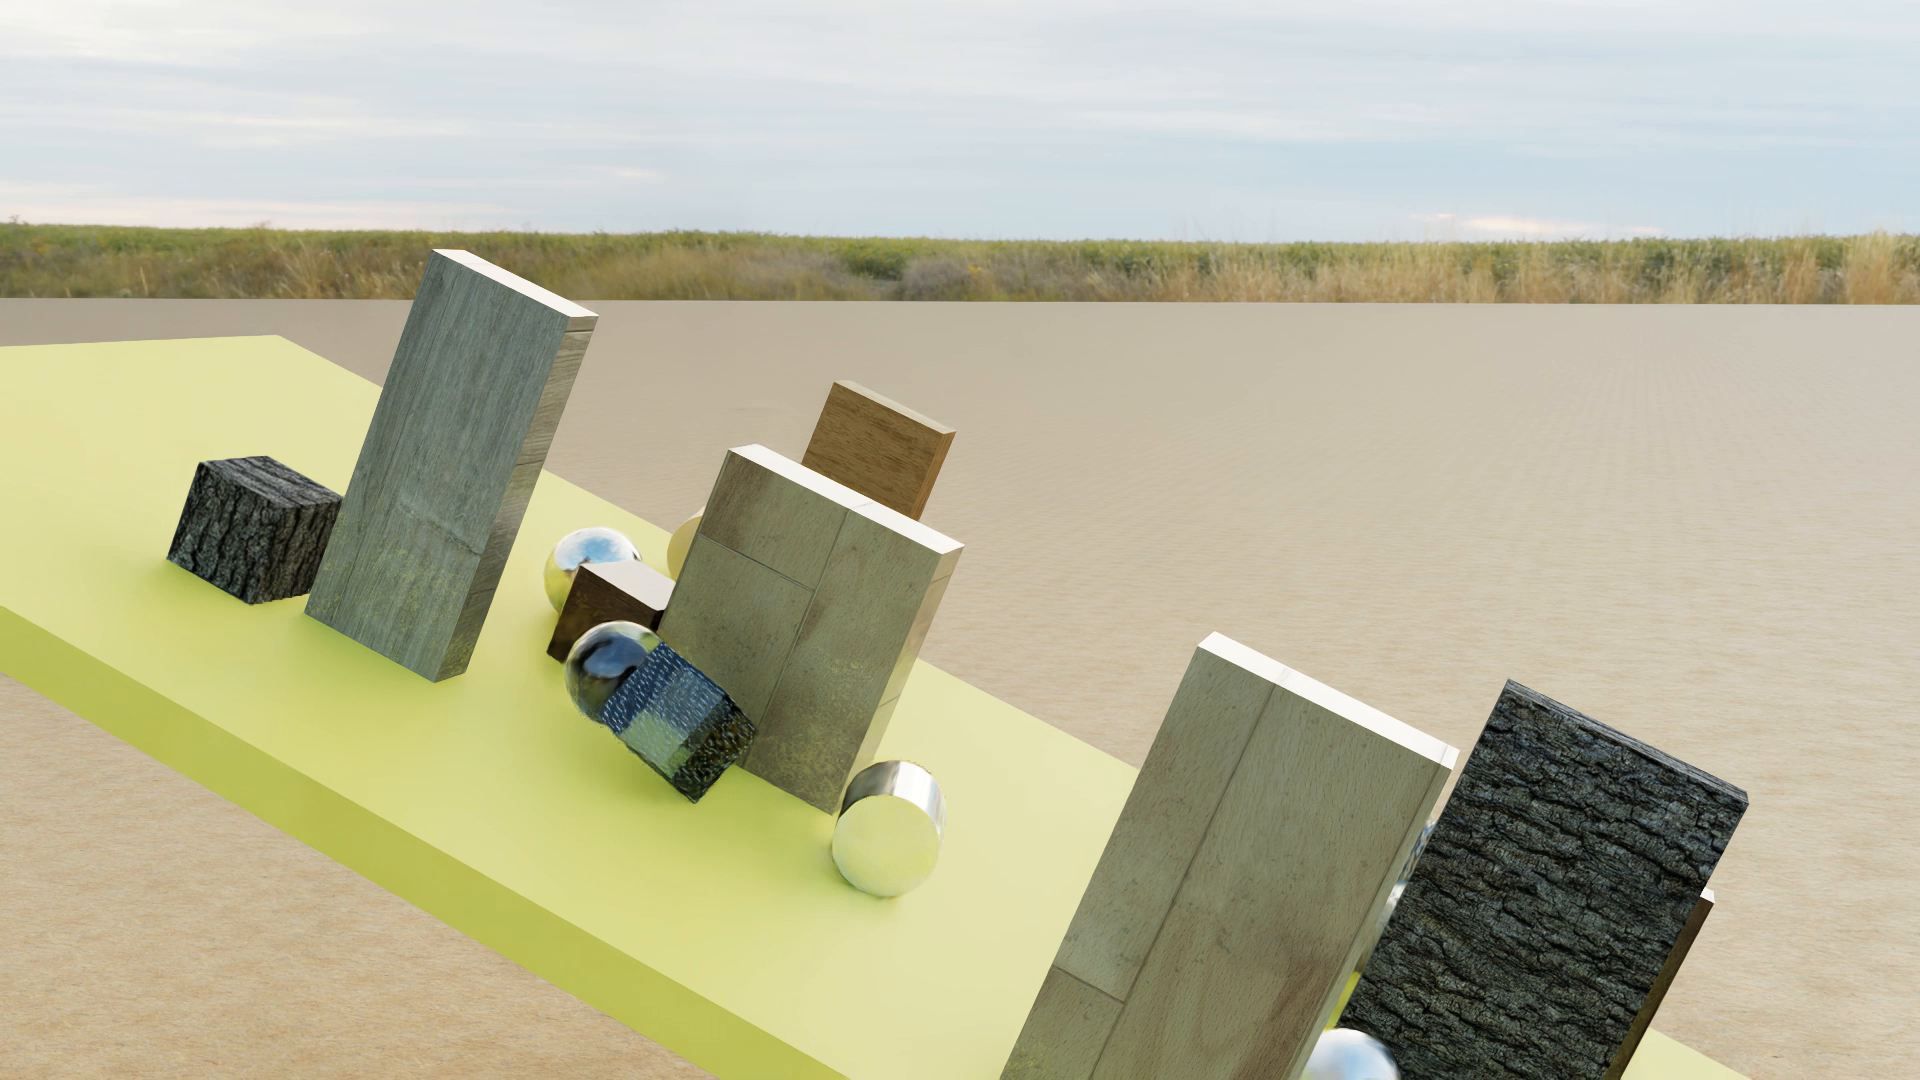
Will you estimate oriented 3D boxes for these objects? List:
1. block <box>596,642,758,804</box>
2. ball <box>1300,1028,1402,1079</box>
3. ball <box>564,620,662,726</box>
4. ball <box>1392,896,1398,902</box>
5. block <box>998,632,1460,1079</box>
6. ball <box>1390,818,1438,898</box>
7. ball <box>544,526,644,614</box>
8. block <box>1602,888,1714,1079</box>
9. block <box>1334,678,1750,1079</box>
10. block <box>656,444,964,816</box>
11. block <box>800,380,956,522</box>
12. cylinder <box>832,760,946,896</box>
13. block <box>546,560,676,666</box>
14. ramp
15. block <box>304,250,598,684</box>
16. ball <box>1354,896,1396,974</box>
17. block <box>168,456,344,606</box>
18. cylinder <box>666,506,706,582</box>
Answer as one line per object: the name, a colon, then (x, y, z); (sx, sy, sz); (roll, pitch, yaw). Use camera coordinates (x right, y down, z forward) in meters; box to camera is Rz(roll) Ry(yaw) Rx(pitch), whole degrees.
block: (-0.487, 0.317, 3.804); (0.168, 0.168, 0.168); (34, -14, 29)
ball: (0.625, 0.884, 3.561); (0.182, 0.182, 0.182); (0, 7, 0)
ball: (-0.618, 0.242, 3.982); (0.194, 0.194, 0.194); (0, 7, 0)
ball: (0.849, 0.791, 4.334); (0.173, 0.173, 0.173); (0, 7, 0)
block: (0.385, 0.557, 3.216); (0.390, 0.741, 0.130); (26, 13, 13)
ball: (1.000, 0.709, 4.837); (0.207, 0.207, 0.207); (0, 7, 0)
ball: (-0.735, 0.075, 4.425); (0.204, 0.204, 0.204); (0, 7, 0)
block: (1.146, 0.788, 4.209); (0.402, 0.460, 0.082); (26, 13, 13)
block: (1.003, 0.668, 3.854); (0.439, 0.727, 0.095); (26, 13, 13)
block: (-0.308, 0.162, 4.073); (0.444, 0.534, 0.136); (26, 13, 13)
block: (-0.250, -0.043, 4.923); (0.276, 0.562, 0.096); (26, 13, 13)
cylinder: (-0.122, 0.499, 3.818); (0.183, 0.183, 0.183); (0, 13, 3)
block: (-0.637, 0.171, 4.240); (0.191, 0.191, 0.191); (29, 14, 23)
ramp: (-0.286, 0.497, 4.183); (4.000, 0.100, 2.000); (26, 13, 13)
block: (-0.898, -0.129, 3.863); (0.283, 0.700, 0.107); (26, 13, 13)
ball: (0.782, 0.748, 4.188); (0.158, 0.158, 0.158); (0, 7, 0)
block: (-1.259, -0.020, 3.949); (0.190, 0.190, 0.190); (27, 14, 15)
cylinder: (-0.543, 0.023, 4.973); (0.198, 0.198, 0.198); (1, 11, 7)
